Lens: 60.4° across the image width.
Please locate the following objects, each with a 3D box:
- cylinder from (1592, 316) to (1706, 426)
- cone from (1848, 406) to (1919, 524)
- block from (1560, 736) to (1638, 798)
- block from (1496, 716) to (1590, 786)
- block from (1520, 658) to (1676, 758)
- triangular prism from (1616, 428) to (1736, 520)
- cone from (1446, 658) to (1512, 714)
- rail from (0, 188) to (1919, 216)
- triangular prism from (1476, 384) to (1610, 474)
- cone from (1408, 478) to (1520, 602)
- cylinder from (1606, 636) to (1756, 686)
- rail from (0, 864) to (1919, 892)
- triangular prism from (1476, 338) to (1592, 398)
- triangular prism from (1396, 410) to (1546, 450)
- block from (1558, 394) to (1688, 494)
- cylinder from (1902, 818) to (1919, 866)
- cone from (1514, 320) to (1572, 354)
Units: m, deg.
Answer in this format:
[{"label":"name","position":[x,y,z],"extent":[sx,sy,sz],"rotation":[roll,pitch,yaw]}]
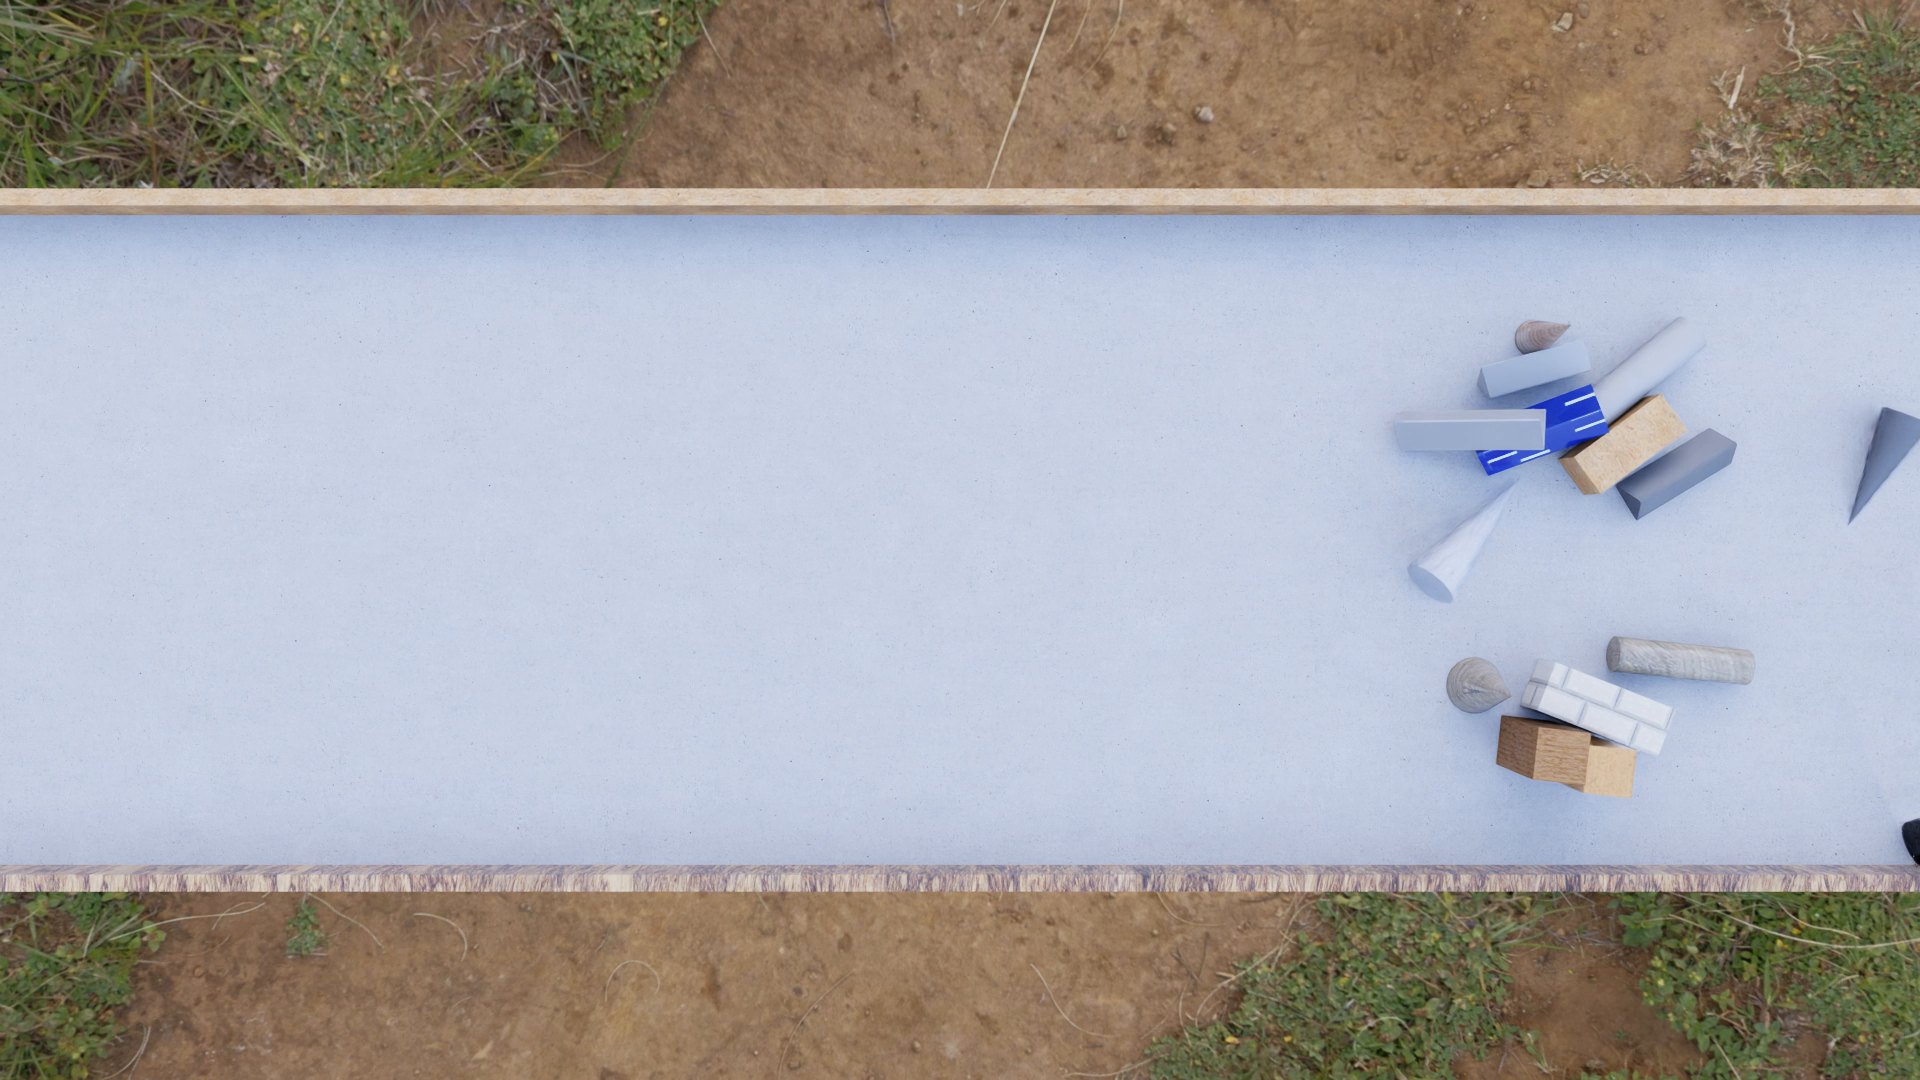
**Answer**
[{"label":"cylinder","position":[2.062,-0.499,5.016],"extent":[0.420,0.121,0.121],"rotation":[-39,90,0]},{"label":"cone","position":[2.802,-0.209,5.042],"extent":[0.141,0.141,0.369],"rotation":[23,101,0]},{"label":"block","position":[1.876,0.667,4.917],"extent":[0.140,0.318,0.140],"rotation":[6,91,0]},{"label":"block","position":[1.733,0.623,4.913],"extent":[0.152,0.328,0.152],"rotation":[6,90,0]},{"label":"block","position":[1.931,0.507,4.999],"extent":[0.385,0.154,0.154],"rotation":[21,90,0]},{"label":"triangular prism","position":[2.193,-0.203,5.019],"extent":[0.339,0.109,0.126],"rotation":[-31,90,0]},{"label":"cone","position":[1.583,0.448,4.902],"extent":[0.173,0.349,0.173],"rotation":[0,90,0]},{"label":"rail","position":[-2.247,-1.025,5.002],"extent":[12.000,0.150,0.050],"rotation":[0,90,0]},{"label":"triangular prism","position":[1.736,-0.325,4.945],"extent":[0.369,0.132,0.152],"rotation":[-21,90,21]},{"label":"cone","position":[1.574,-0.030,5.036],"extent":[0.165,0.165,0.451],"rotation":[43,80,0]},{"label":"cylinder","position":[2.193,0.368,5.023],"extent":[0.409,0.108,0.108],"rotation":[6,90,0]},{"label":"rail","position":[-2.247,1.025,5.001],"extent":[12.000,0.150,0.050],"rotation":[0,90,0]},{"label":"triangular prism","position":[1.742,-0.531,5.013],"extent":[0.319,0.098,0.085],"rotation":[-16,120,0]},{"label":"triangular prism","position":[1.520,-0.342,4.923],"extent":[0.417,0.106,0.123],"rotation":[1,78,27]},{"label":"block","position":[2.010,-0.289,5.008],"extent":[0.323,0.136,0.136],"rotation":[-36,90,0]},{"label":"cylinder","position":[3.089,0.867,5.000],"extent":[0.388,0.153,0.153],"rotation":[-18,90,0]},{"label":"cone","position":[1.764,-0.621,4.915],"extent":[0.115,0.322,0.115],"rotation":[0,90,0]}]
